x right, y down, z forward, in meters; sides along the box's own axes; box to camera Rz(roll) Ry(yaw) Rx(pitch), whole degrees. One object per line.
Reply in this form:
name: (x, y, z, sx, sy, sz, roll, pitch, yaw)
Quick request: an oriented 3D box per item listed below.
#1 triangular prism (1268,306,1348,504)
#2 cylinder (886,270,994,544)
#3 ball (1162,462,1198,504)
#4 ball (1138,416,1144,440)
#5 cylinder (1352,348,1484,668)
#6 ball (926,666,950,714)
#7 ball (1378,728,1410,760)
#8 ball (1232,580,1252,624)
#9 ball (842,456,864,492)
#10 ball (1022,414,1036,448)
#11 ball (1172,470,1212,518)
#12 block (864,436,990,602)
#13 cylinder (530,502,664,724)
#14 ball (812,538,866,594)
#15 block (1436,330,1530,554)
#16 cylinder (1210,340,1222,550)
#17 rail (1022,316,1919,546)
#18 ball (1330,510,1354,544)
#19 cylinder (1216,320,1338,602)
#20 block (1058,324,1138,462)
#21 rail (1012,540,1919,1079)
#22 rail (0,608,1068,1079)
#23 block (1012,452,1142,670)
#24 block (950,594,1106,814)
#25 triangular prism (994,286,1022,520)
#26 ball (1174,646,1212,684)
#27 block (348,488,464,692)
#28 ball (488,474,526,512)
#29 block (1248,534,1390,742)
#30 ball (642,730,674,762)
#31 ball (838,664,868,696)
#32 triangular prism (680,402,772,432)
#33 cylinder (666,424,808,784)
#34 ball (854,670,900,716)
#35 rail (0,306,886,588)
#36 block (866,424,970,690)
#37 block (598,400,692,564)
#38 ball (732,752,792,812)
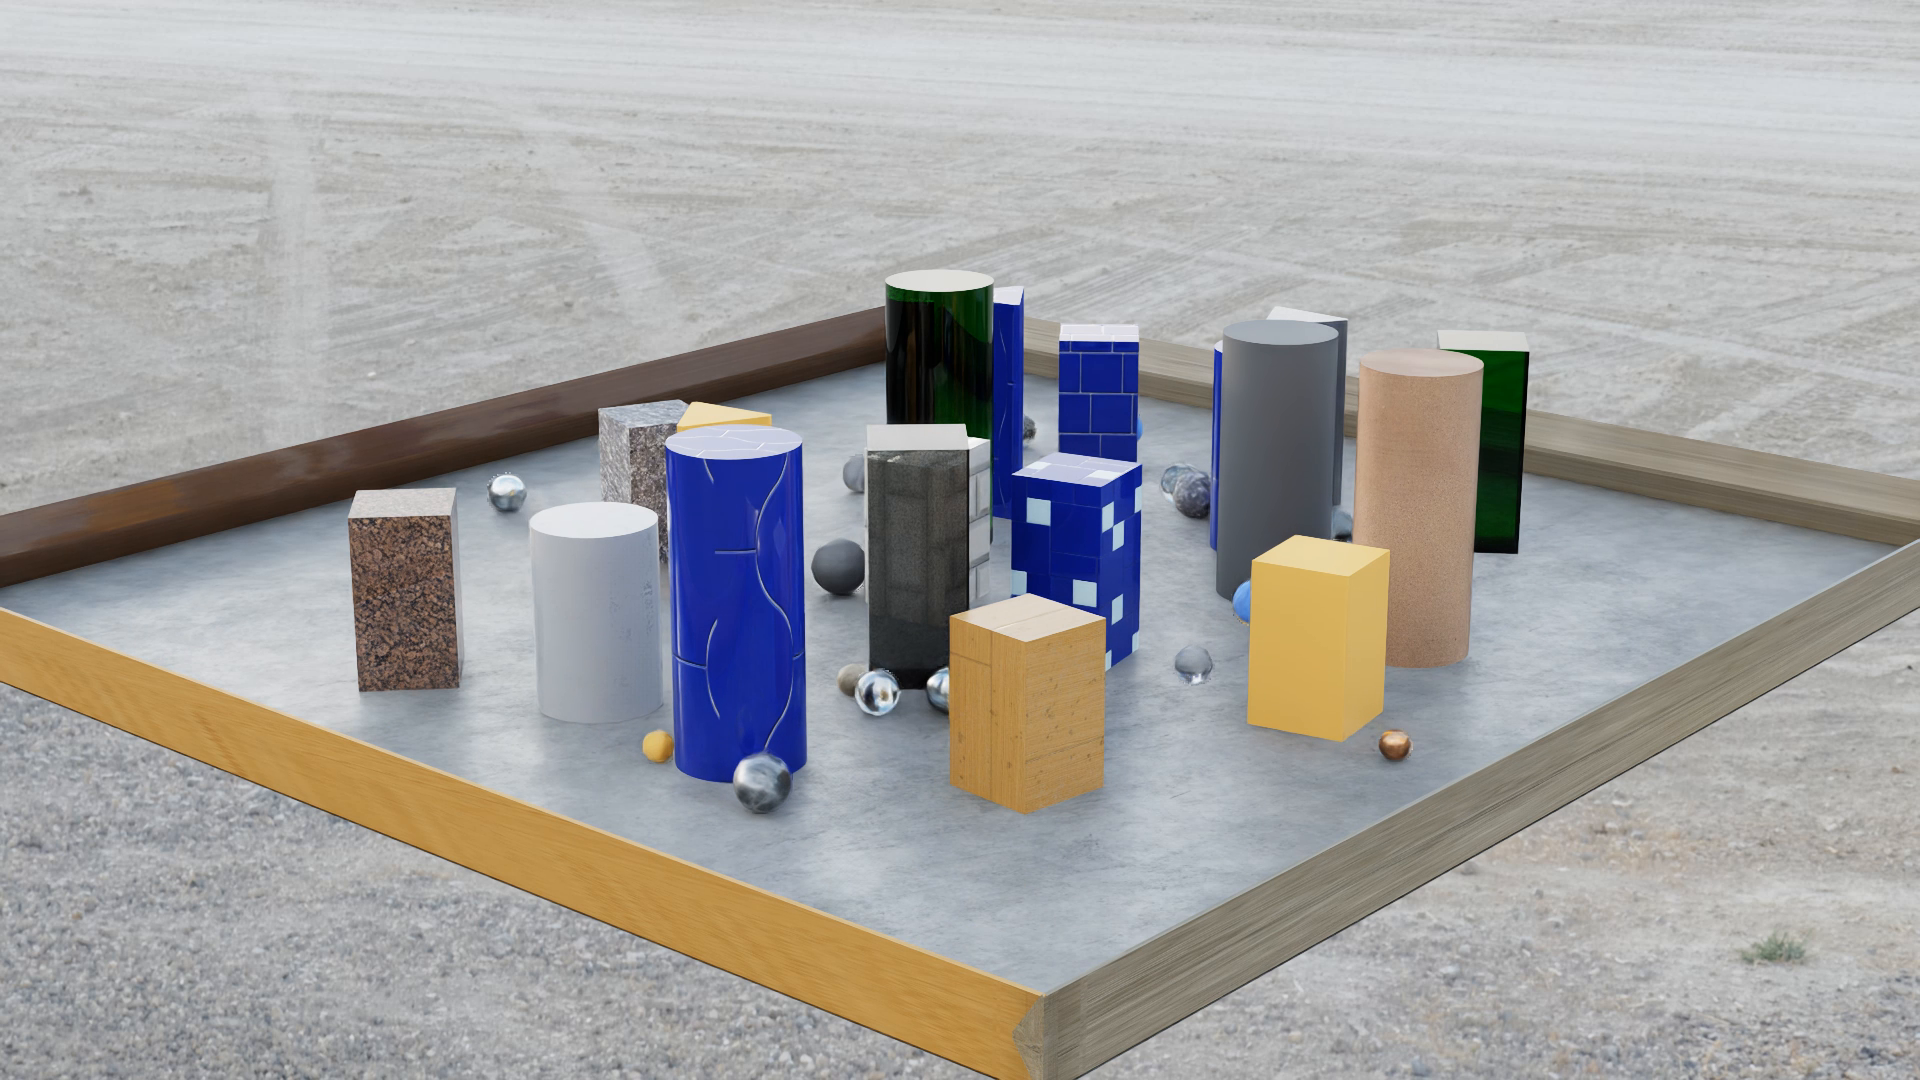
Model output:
triangular prism: (0.636, -0.258, 5.675, 0.171, 0.366, 0.148, -5, 17, -16)
cylinder: (-0.037, -0.236, 5.385, 0.198, 0.491, 0.198, 0, 17, 0)
ball: (0.430, -0.109, 5.670, 0.083, 0.083, 0.083, 0, 17, 0)
ball: (0.338, -0.232, 6.077, 0.083, 0.083, 0.083, 0, 17, 0)
cylinder: (0.743, -0.053, 4.787, 0.198, 0.486, 0.198, 0, 17, 0)
ball: (-0.017, 0.233, 4.554, 0.073, 0.073, 0.073, 0, 17, 0)
ball: (0.647, 0.304, 4.363, 0.046, 0.046, 0.046, 0, 17, 0)
ball: (0.501, 0.105, 4.974, 0.076, 0.076, 0.076, 0, 17, 0)
ball: (-0.197, -0.130, 5.762, 0.070, 0.070, 0.070, 0, 17, 0)
ball: (0.123, -0.227, 6.083, 0.071, 0.071, 0.071, 0, 17, 0)
ball: (0.450, -0.088, 5.587, 0.091, 0.091, 0.091, 0, 17, 0)
block: (-0.056, -0.032, 5.081, 0.158, 0.276, 0.158, 10, 19, 29)
cylinder: (-0.565, 0.111, 4.566, 0.198, 0.298, 0.198, 0, 17, 0)
ball: (-0.211, 0.045, 5.131, 0.099, 0.099, 0.099, 0, 17, 0)
block: (0.952, -0.182, 5.396, 0.158, 0.380, 0.158, 2, 17, 7)
cylinder: (0.560, -0.170, 5.370, 0.198, 0.374, 0.198, 0, 17, 0)
rail: (0.874, -0.258, 6.084, 2.606, 0.128, 0.045, 14, 22, 39)
ball: (0.693, -0.019, 5.395, 0.070, 0.070, 0.070, 0, 17, 0)
cylinder: (0.549, -0.134, 5.090, 0.198, 0.465, 0.198, 0, 17, 0)
block: (0.280, -0.288, 5.937, 0.158, 0.271, 0.158, 1, 17, 3)
rail: (0.966, 0.274, 4.317, 0.045, 0.128, 2.714, 14, 22, 39)
rail: (-0.874, 0.323, 4.156, 2.606, 0.128, 0.045, 14, 22, 39)
block: (0.190, 0.037, 4.780, 0.158, 0.317, 0.158, 9, 19, 26)
block: (0.097, 0.234, 4.230, 0.158, 0.258, 0.158, -15, 22, -40)
triangular prism: (0.077, -0.270, 5.624, 0.171, 0.417, 0.148, 11, 20, 33)
ball: (0.373, 0.199, 4.687, 0.061, 0.061, 0.061, 0, 17, 0)
block: (-0.884, 0.078, 4.695, 0.158, 0.287, 0.158, -2, 17, -6)
ball: (-0.869, -0.090, 5.628, 0.072, 0.072, 0.072, 0, 17, 0)
block: (0.551, 0.149, 4.503, 0.158, 0.263, 0.158, 10, 19, 29)
ball: (-0.448, 0.306, 4.353, 0.047, 0.047, 0.047, 0, 17, 0)
ball: (-0.167, 0.221, 4.627, 0.052, 0.052, 0.052, 0, 17, 0)
triangular prism: (-0.437, -0.076, 5.163, 0.171, 0.312, 0.148, -8, 19, -25)
cylinder: (-0.326, 0.092, 4.299, 0.198, 0.489, 0.198, 0, 17, 0)
ball: (-0.128, 0.236, 4.546, 0.070, 0.070, 0.070, 0, 17, 0)
rail: (-0.966, -0.210, 5.923, 0.045, 0.128, 2.714, 14, 22, 39)
block: (-0.068, 0.026, 4.685, 0.158, 0.394, 0.158, -1, 17, -2)
block: (-0.554, -0.105, 5.354, 0.158, 0.259, 0.158, -8, 19, -26)
ball: (-0.281, 0.343, 4.167, 0.084, 0.084, 0.084, 0, 17, 0)
